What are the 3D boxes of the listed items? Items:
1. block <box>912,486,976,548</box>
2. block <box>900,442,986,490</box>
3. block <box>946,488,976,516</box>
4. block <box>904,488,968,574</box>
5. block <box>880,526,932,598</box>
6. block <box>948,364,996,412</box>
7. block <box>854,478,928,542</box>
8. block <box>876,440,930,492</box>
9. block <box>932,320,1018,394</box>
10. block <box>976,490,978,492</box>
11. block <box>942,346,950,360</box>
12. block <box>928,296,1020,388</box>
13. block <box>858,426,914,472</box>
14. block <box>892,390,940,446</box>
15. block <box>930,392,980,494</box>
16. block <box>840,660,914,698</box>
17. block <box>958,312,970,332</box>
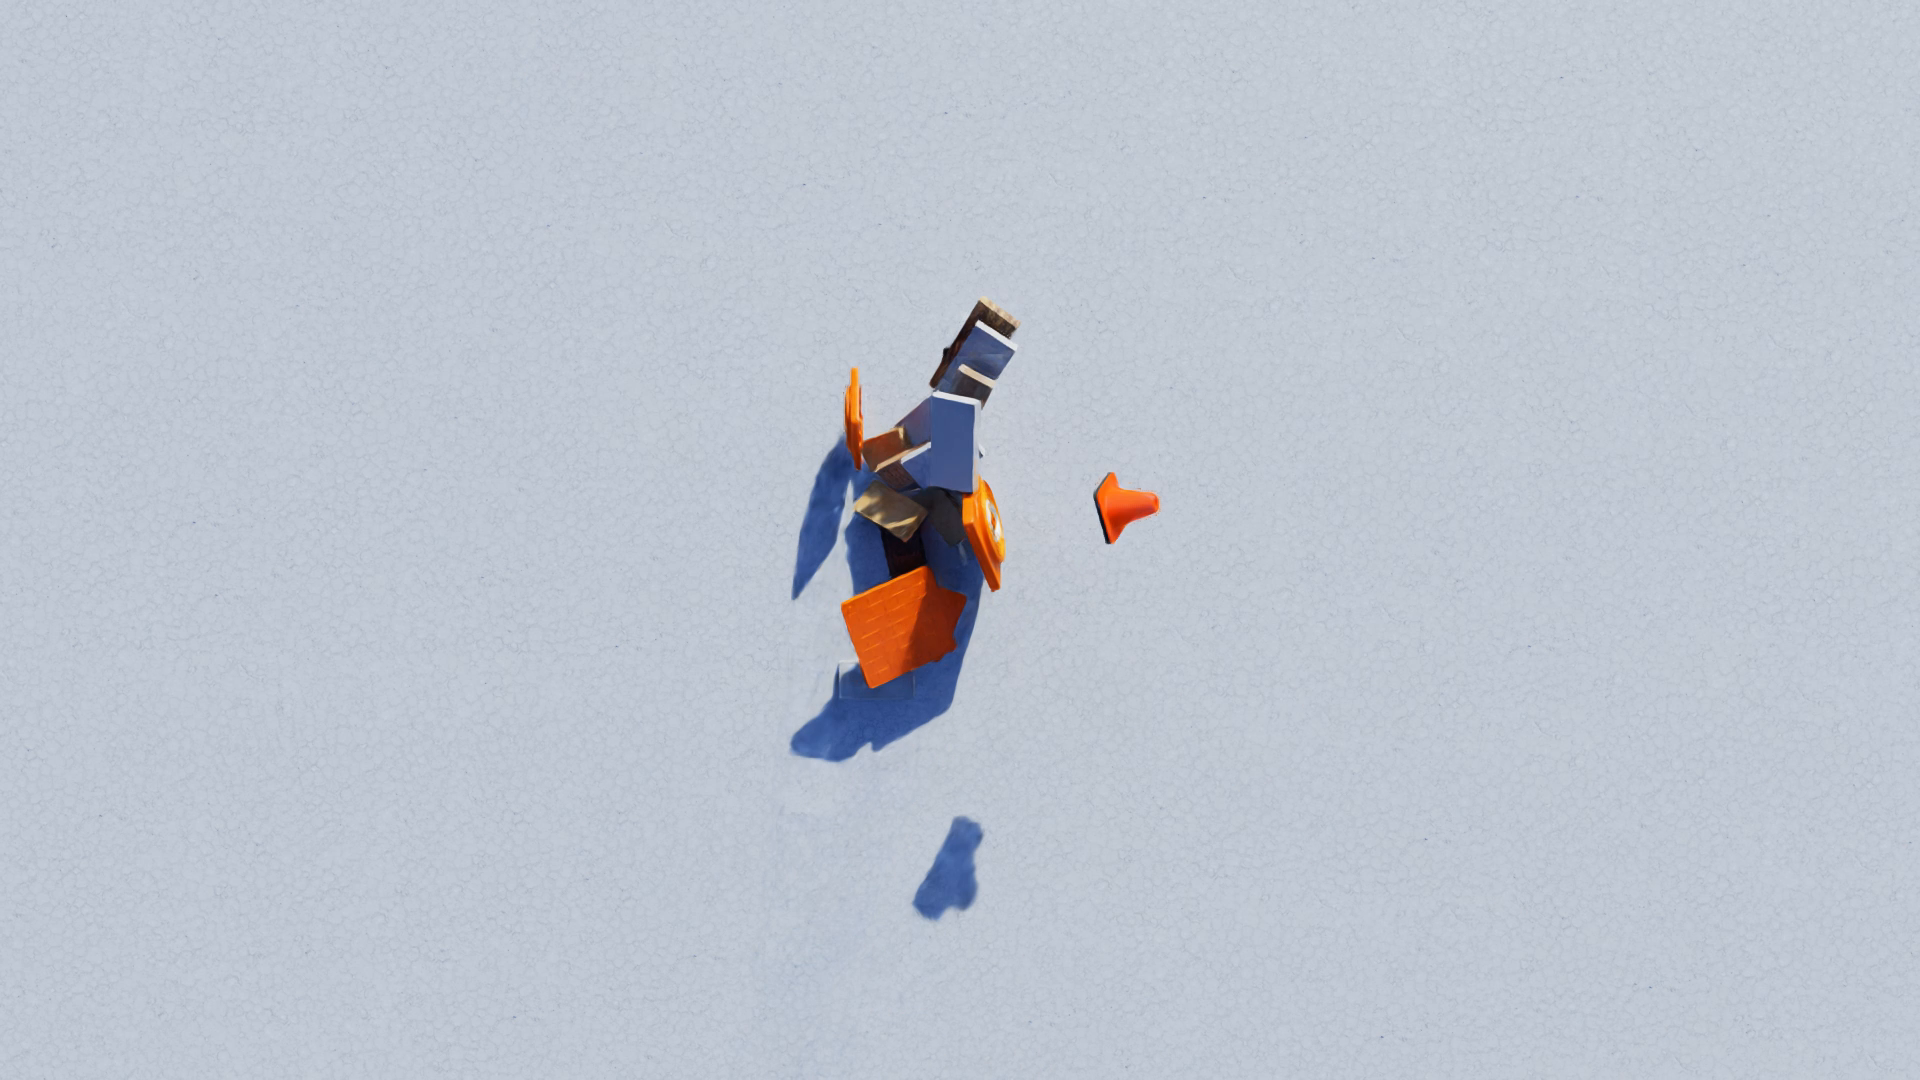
[{"bbox_3d":[-0.053,-0.088,5.374,0.104,0.029,0.208,-42,83,26],"label":"block"},{"bbox_3d":[-0.054,-0.264,5.243,0.243,0.034,0.121,-28,122,25],"label":"block"},{"bbox_3d":[-0.030,-0.219,5.419,0.140,0.040,0.281,2,105,25],"label":"block"},{"bbox_3d":[-0.080,-0.039,5.438,0.140,0.040,0.281,-14,96,27],"label":"block"},{"bbox_3d":[-0.177,0.063,5.439,0.124,0.035,0.248,-8,104,14],"label":"block"},{"bbox_3d":[0.013,-0.433,5.207,0.122,0.034,0.243,28,135,1],"label":"block"},{"bbox_3d":[-0.228,-0.097,5.401,0.248,0.035,0.124,30,79,38],"label":"block"},{"bbox_3d":[-0.156,-0.238,5.322,0.208,0.029,0.104,-25,123,27],"label":"block"},{"bbox_3d":[0.043,-0.532,5.211,0.148,0.042,0.296,33,121,-4],"label":"block"},{"bbox_3d":[-0.001,-0.275,5.440,0.114,0.032,0.229,2,105,17],"label":"block"},{"bbox_3d":[-0.008,-0.508,5.381,0.114,0.032,0.229,12,109,14],"label":"block"},{"bbox_3d":[0.044,-0.592,5.260,0.148,0.042,0.356,37,125,5],"label":"block"},{"bbox_3d":[-0.239,-0.296,5.397,0.029,0.208,0.104,-33,102,-43],"label":"block"},{"bbox_3d":[-0.109,-0.370,5.279,0.034,0.243,0.121,-32,88,-41],"label":"block"},{"bbox_3d":[-0.014,-0.300,5.118,0.148,0.042,0.296,14,118,25],"label":"block"},{"bbox_3d":[-0.277,0.465,5.482,0.247,0.035,0.124,0,90,0],"label":"block"},{"bbox_3d":[0.024,-0.700,5.439,0.053,0.015,0.106,9,72,3],"label":"block"}]
